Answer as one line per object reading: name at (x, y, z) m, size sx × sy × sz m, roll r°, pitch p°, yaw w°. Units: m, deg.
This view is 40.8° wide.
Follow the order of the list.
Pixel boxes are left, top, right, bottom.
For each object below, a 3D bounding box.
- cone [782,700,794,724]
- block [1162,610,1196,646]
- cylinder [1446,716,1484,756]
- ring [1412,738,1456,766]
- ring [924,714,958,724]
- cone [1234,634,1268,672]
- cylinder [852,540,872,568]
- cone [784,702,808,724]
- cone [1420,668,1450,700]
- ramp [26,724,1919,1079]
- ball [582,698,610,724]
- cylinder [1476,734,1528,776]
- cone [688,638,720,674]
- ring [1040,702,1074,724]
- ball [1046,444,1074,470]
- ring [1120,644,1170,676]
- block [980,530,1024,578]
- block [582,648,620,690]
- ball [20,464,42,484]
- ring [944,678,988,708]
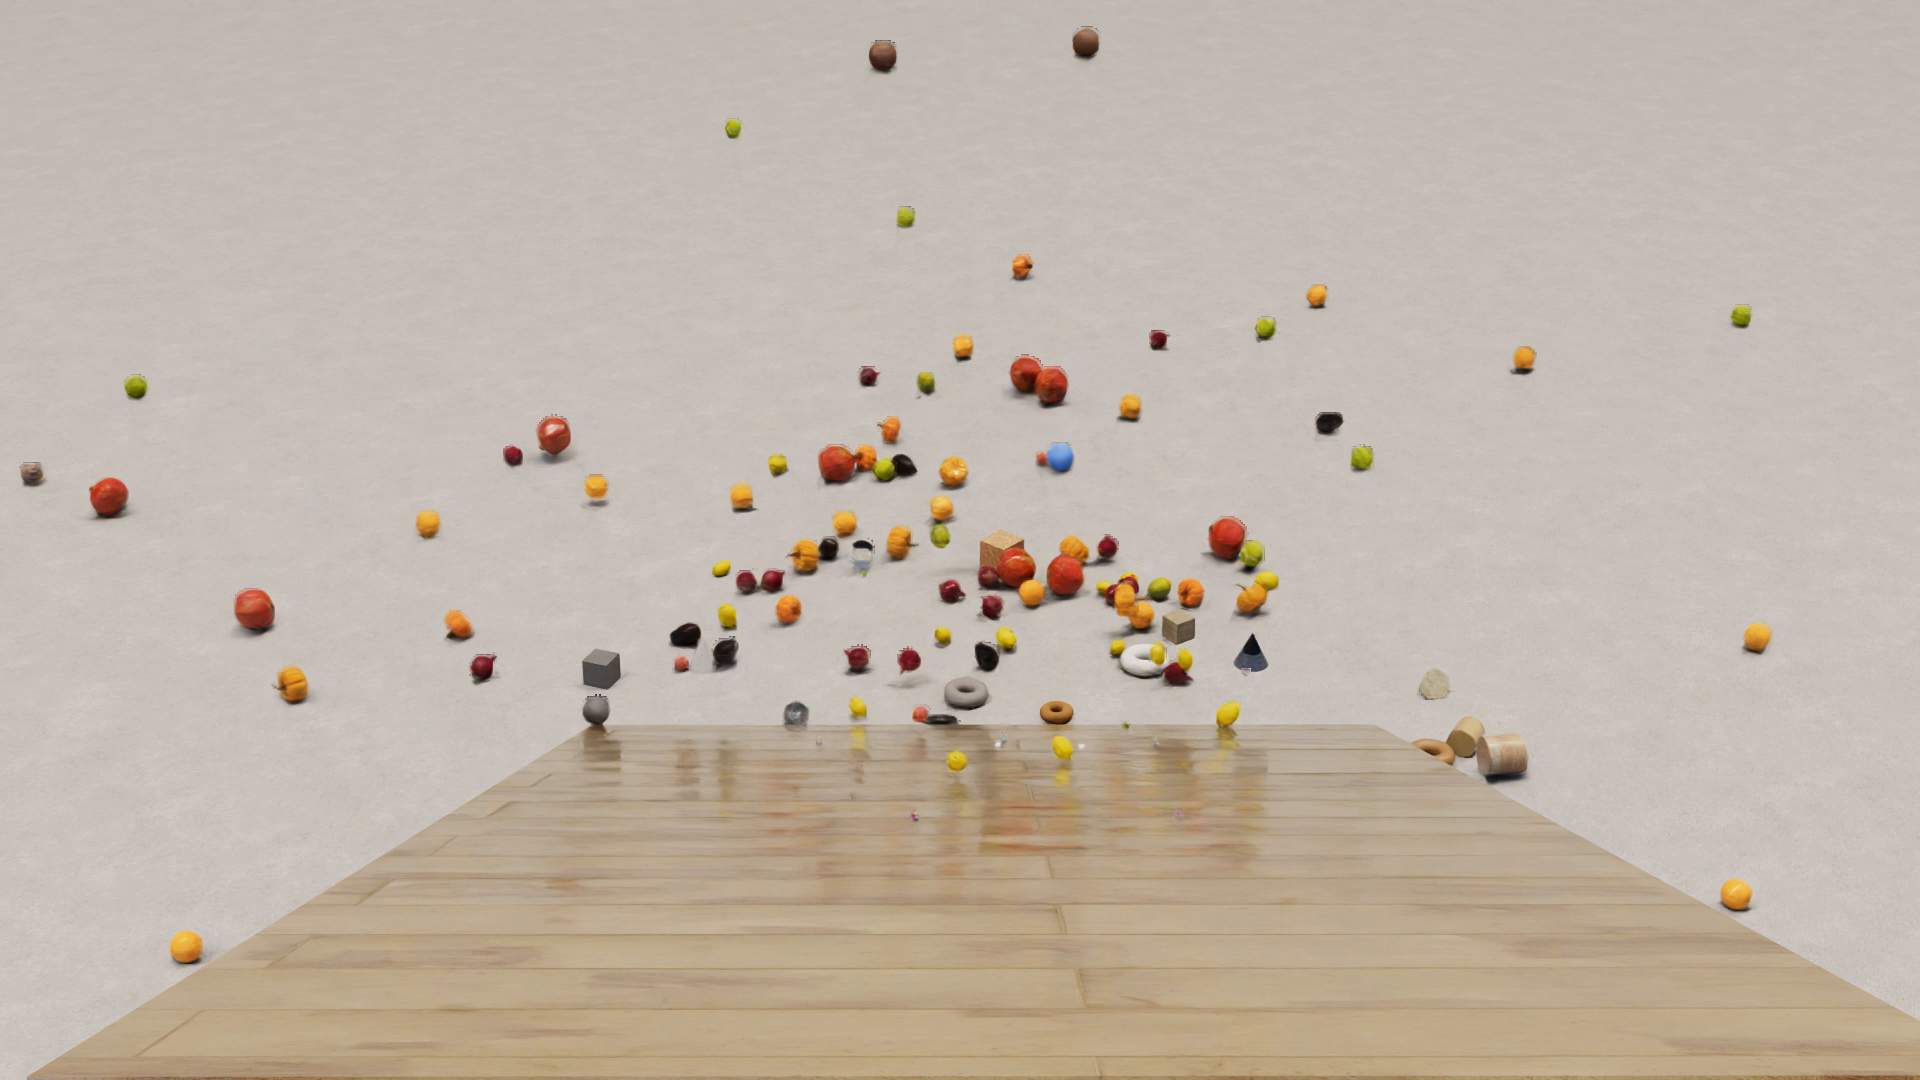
cone at (-0.437, 0.444, 6.772) m, size 0.061 × 0.061 × 0.061 m, roll 0°, pitch 27°, yaw 0°
block at (0.606, 0.241, 7.163) m, size 0.065 × 0.065 × 0.065 m, roll -18°, pitch 32°, yaw -31°
cylinder at (1.300, 0.505, 6.636) m, size 0.076 × 0.076 × 0.076 m, roll 13°, pitch 30°, yaw 24°
ring at (1.200, 0.549, 6.590) m, size 0.127 × 0.042 × 0.127 m, roll 0°, pitch 26°, yaw 0°
ring at (-0.051, 0.472, 6.726) m, size 0.092 × 0.031 × 0.092 m, roll 2°, pitch 1°, yaw 0°
cone at (0.794, 0.294, 7.026) m, size 0.096 × 0.096 × 0.096 m, roll 0°, pitch 27°, yaw 0°
cylinder at (-0.286, 0.041, 7.515) m, size 0.057 × 0.057 × 0.057 m, roll 6°, pitch 35°, yaw -4°
cone at (-0.427, 0.453, 6.721) m, size 0.067 × 0.067 × 0.067 m, roll -2°, pitch -7°, yaw -3°
cone at (1.253, 0.385, 6.914) m, size 0.083 × 0.083 × 0.083 m, roll -8°, pitch 2°, yaw -16°
ramp at (0.062, 0.555, 4.592) m, size 2.000 × 0.100 × 4.000 m, roll 0°, pitch 1°, yaw 0°
ball at (-0.928, 0.437, 6.590) m, size 0.070 × 0.070 × 0.070 m, roll 0°, pitch 27°, yaw 0°
cylinder at (1.372, 0.545, 6.536) m, size 0.099 × 0.099 × 0.099 m, roll -3°, pitch 27°, yaw -10°
cone at (-0.697, 0.304, 7.015) m, size 0.089 × 0.089 × 0.089 m, roll 0°, pitch 27°, yaw 0°
ring at (0.254, 0.453, 6.791) m, size 0.089 × 0.030 × 0.089 m, roll -1°, pitch 26°, yaw 0°
ball at (0.316, -0.261, 8.116) m, size 0.085 × 0.085 × 0.085 m, roll 0°, pitch 27°, yaw 0°
ring at (0.502, 0.327, 7.020) m, size 0.134 × 0.045 × 0.134 m, roll -1°, pitch 27°, yaw 1°
block at (0.122, 0.040, 7.524) m, size 0.092 × 0.092 × 0.092 m, roll 21°, pitch 34°, yaw 35°
block at (-0.964, 0.347, 6.948) m, size 0.073 × 0.073 × 0.073 m, roll 10°, pitch 29°, yaw 19°
ball at (-2.887, -0.205, 8.029) m, size 0.066 × 0.066 × 0.066 m, roll 0°, pitch 27°, yaw 0°
ring at (0.016, 0.406, 6.870) m, size 0.120 × 0.040 × 0.120 m, roll 2°, pitch 28°, yaw -1°
